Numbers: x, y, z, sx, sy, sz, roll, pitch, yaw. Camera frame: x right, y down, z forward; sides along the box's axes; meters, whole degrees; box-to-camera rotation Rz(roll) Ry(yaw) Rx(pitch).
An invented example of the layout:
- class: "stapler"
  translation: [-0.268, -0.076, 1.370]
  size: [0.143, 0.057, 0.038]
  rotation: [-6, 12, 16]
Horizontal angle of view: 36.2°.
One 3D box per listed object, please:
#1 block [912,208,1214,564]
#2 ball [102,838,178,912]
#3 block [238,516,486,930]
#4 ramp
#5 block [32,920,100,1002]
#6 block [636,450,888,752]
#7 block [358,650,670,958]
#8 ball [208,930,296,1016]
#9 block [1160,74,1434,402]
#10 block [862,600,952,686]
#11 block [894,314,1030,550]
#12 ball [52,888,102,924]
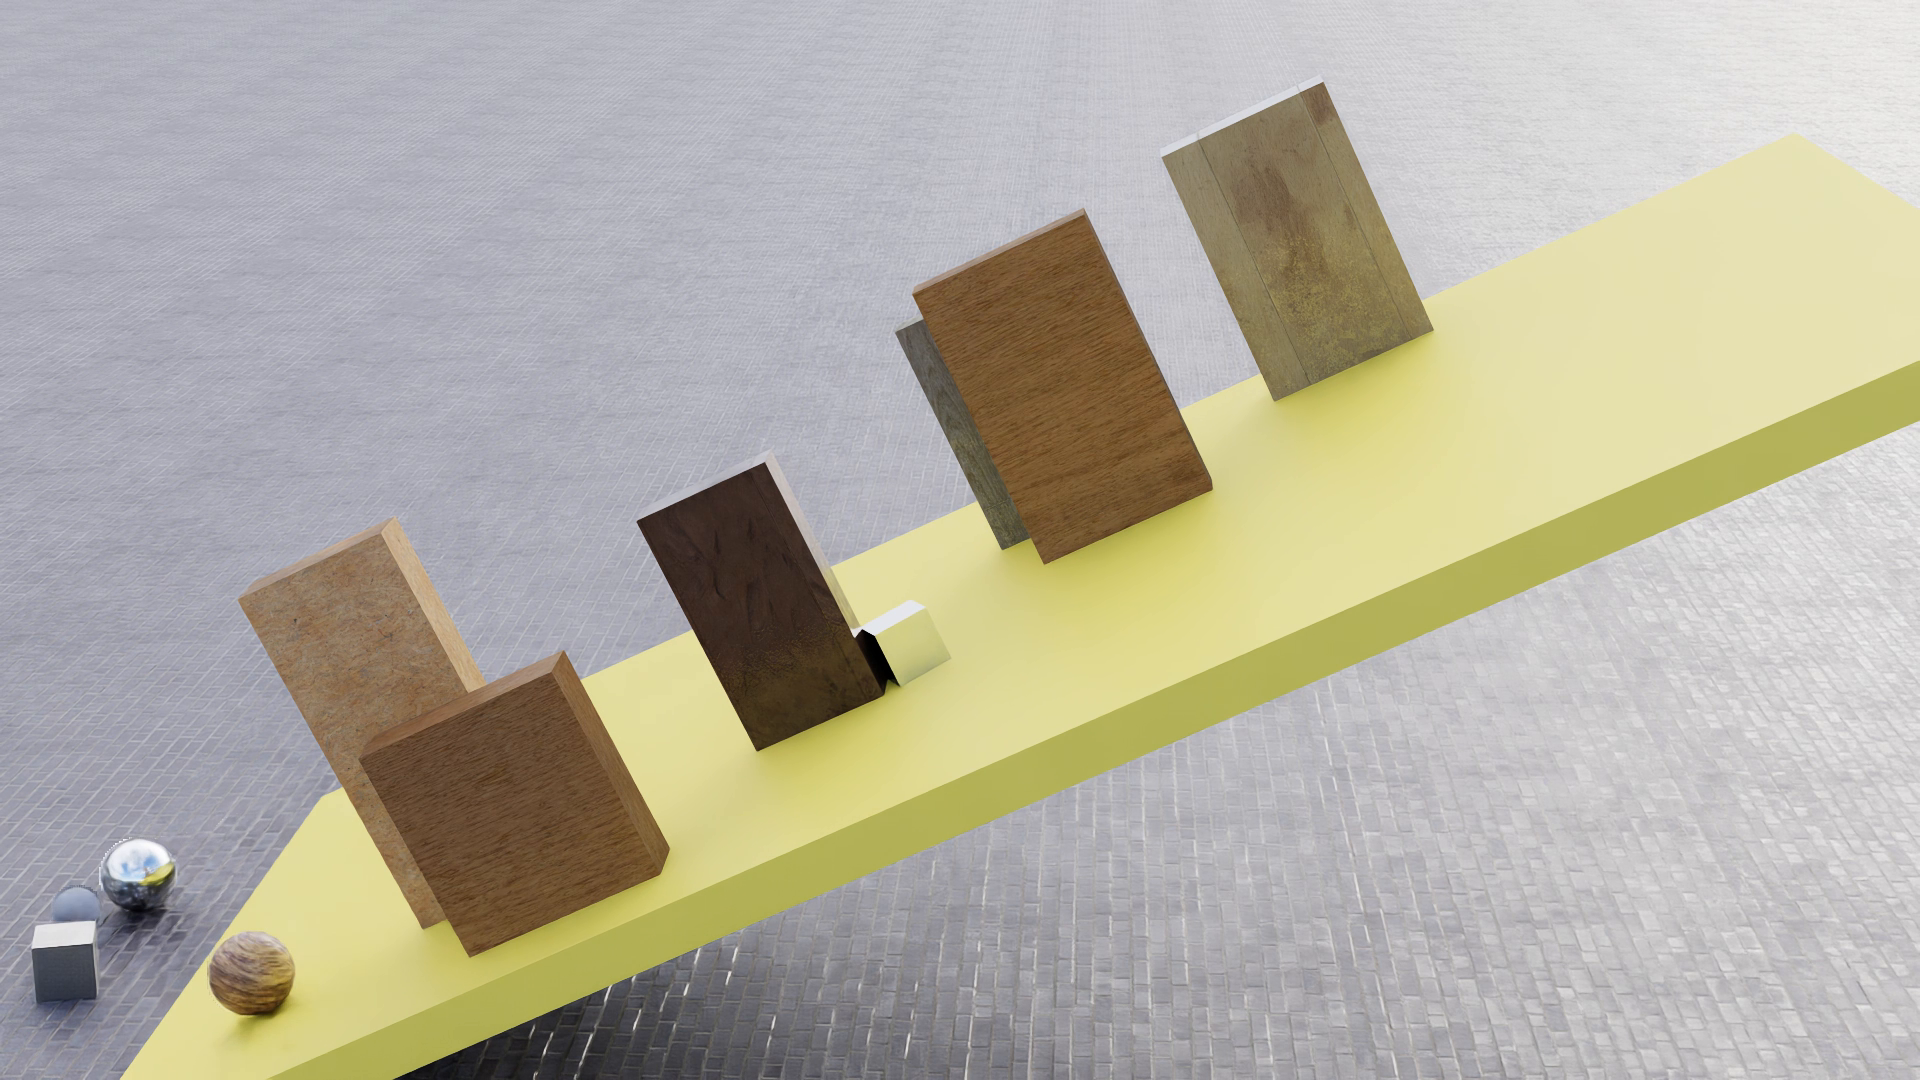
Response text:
- class: "block"
  translation: [0.224, -0.328, 6.345]
  size: [0.403, 0.661, 0.088]
  rotation: [-24, 13, 9]
- class: "ball"
  translation: [-1.966, 0.805, 7.050]
  size: [0.176, 0.176, 0.176]
  rotation: [0, 16, 0]
- class: "block"
  translation: [-1.113, 0.373, 5.945]
  size: [0.327, 0.776, 0.125]
  rotation: [-24, 13, 9]
- class: "ramp"
  translation: [0.136, 0.169, 6.282]
  size: [4.000, 0.100, 2.000]
  rotation: [-24, 13, 9]
- class: "block"
  translation: [-2.013, 0.949, 6.626]
  size: [0.131, 0.131, 0.131]
  rotation: [-4, 16, -12]
- class: "block"
  translation: [-0.404, 0.126, 6.050]
  size: [0.294, 0.547, 0.107]
  rotation: [-24, 13, 9]
- class: "block"
  translation: [-0.852, 0.508, 5.653]
  size: [0.417, 0.449, 0.132]
  rotation: [-24, 13, 9]
- class: "ball"
  translation: [-1.432, 0.877, 5.950]
  size: [0.171, 0.171, 0.171]
  rotation: [0, 16, 0]
- class: "block"
  translation: [0.775, -0.692, 6.767]
  size: [0.400, 0.628, 0.126]
  rotation: [-24, 13, 9]
- class: "block"
  translation: [-0.113, 0.213, 6.097]
  size: [0.122, 0.122, 0.122]
  rotation: [-29, 13, -11]
- class: "block"
  translation: [0.144, -0.307, 6.641]
  size: [0.371, 0.559, 0.089]
  rotation: [-24, 13, 9]
- class: "ball"
  translation: [-2.080, 0.874, 6.927]
  size: [0.111, 0.111, 0.111]
  rotation: [0, 16, 0]
